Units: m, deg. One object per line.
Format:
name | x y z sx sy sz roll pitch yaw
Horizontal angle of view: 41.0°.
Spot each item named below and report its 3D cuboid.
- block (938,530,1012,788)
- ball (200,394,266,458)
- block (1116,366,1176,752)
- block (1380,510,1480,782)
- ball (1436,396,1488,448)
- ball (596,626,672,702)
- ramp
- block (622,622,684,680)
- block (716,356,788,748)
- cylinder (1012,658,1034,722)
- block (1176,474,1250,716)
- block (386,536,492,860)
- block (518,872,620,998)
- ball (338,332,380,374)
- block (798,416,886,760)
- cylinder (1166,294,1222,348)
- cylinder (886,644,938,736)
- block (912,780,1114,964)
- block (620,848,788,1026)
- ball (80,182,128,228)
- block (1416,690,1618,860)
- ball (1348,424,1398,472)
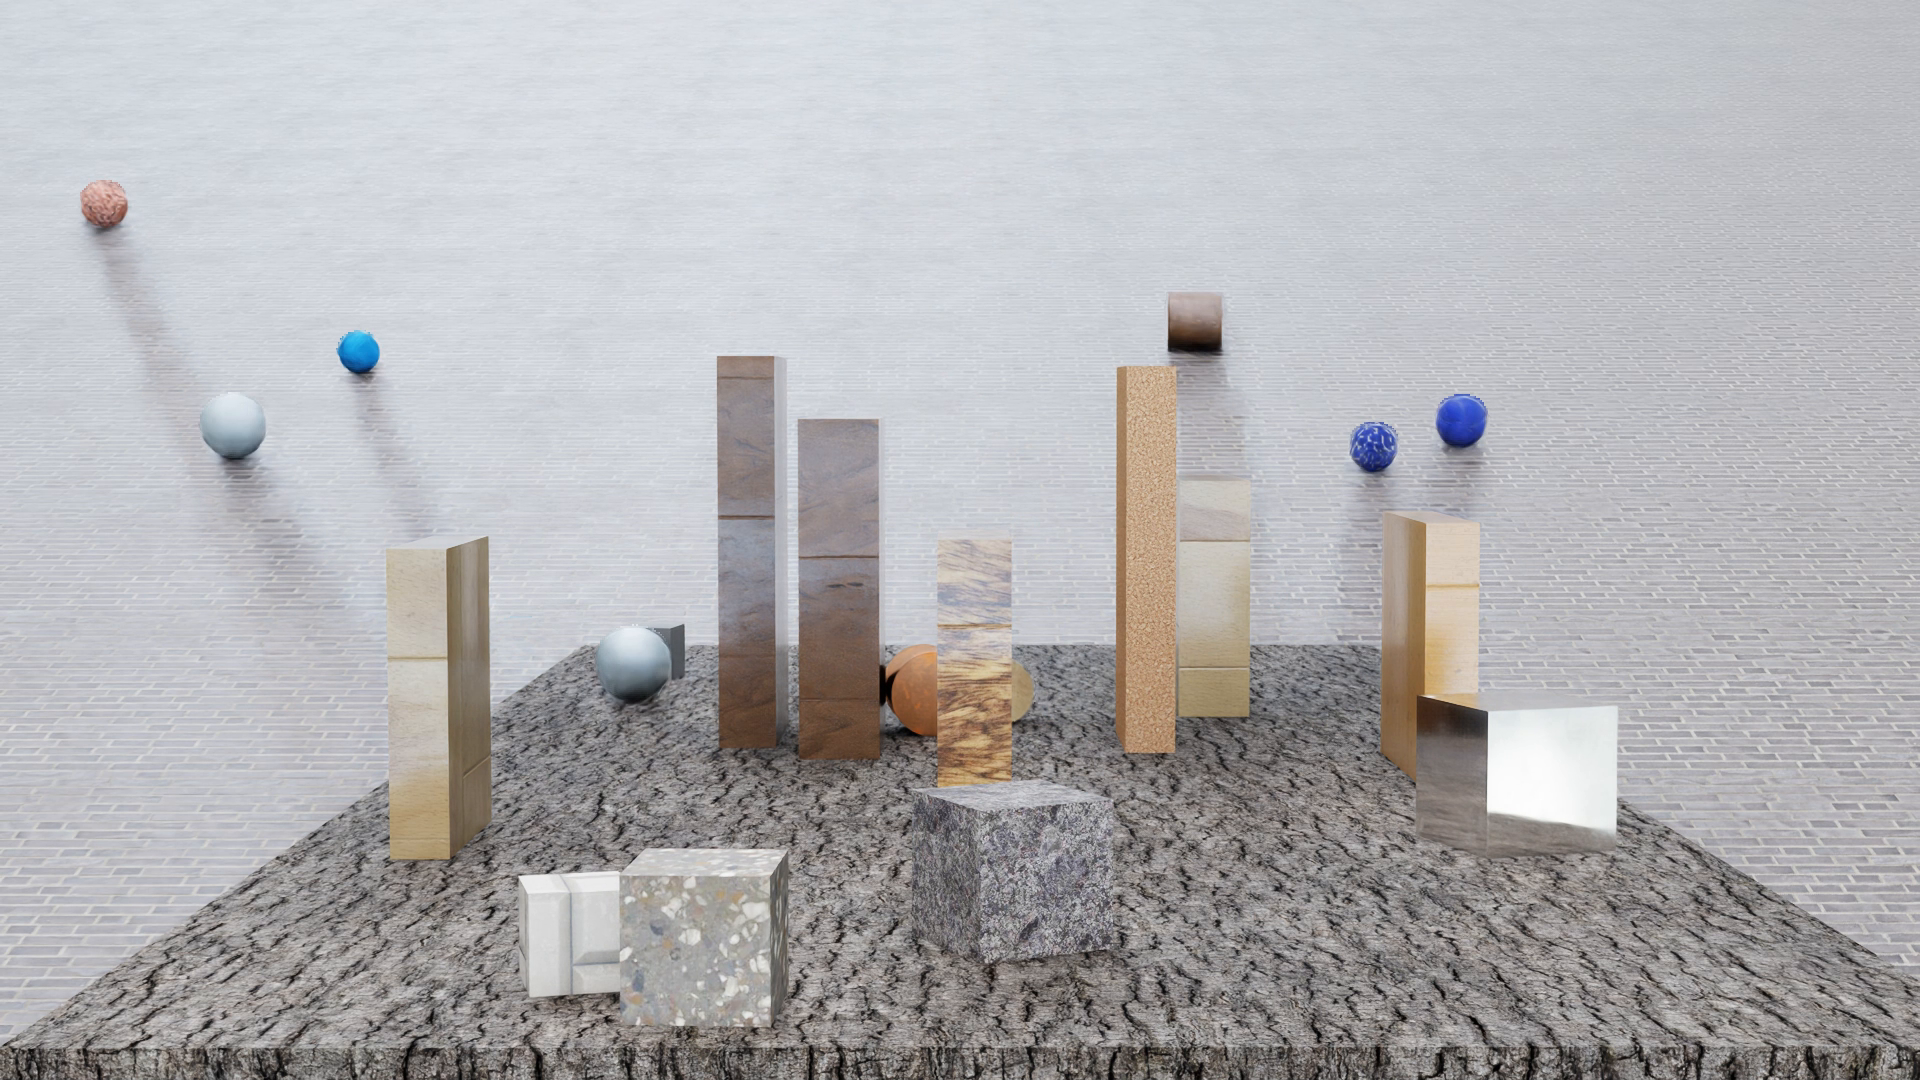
block | 0.020 0.209 3.795 0.106 0.435 0.258 0 3 0
ball | -2.315 -0.363 8.187 0.203 0.203 0.203 0 21 0
block | 0.339 0.028 4.708 0.088 0.689 0.287 0 3 0
block | 0.796 0.176 4.371 0.087 0.432 0.424 0 3 0
ball | 1.618 -0.383 8.295 0.166 0.166 0.166 0 21 0
ball | -0.680 0.258 5.351 0.155 0.155 0.155 0 21 0
ramp | 0.048 0.433 4.532 2.000 0.100 4.000 0 3 0
block | -0.693 0.251 5.790 0.117 0.117 0.117 1 3 9
block | -0.385 0.013 4.806 0.103 0.708 0.353 0 3 0
cylinder | 0.073 0.290 5.031 0.129 0.129 0.129 -2 3 -5
block | 0.503 0.105 5.283 0.140 0.468 0.411 0 3 0
block | -0.747 0.217 3.699 0.083 0.430 0.322 0 3 0
block | -0.421 0.429 2.808 0.110 0.110 0.110 -1 3 -15
ball | -2.122 -0.662 9.070 0.144 0.144 0.144 0 21 0
block | -0.212 0.075 4.687 0.141 0.597 0.392 0 3 0
cylinder | 0.853 -0.801 9.368 0.195 0.195 0.195 1 21 2
cylinder | -0.060 0.284 4.879 0.158 0.158 0.158 -3 4 -7
block | 0.060 0.385 3.014 0.174 0.174 0.174 -2 4 -27
block | -0.266 0.414 2.692 0.154 0.154 0.154 0 3 3
ball | -3.697 -1.449 11.099 0.195 0.195 0.195 0 21 0
block | 0.793 0.331 3.670 0.205 0.205 0.205 -1 4 -18
ball | 1.299 -0.292 8.072 0.151 0.151 0.151 0 21 0
